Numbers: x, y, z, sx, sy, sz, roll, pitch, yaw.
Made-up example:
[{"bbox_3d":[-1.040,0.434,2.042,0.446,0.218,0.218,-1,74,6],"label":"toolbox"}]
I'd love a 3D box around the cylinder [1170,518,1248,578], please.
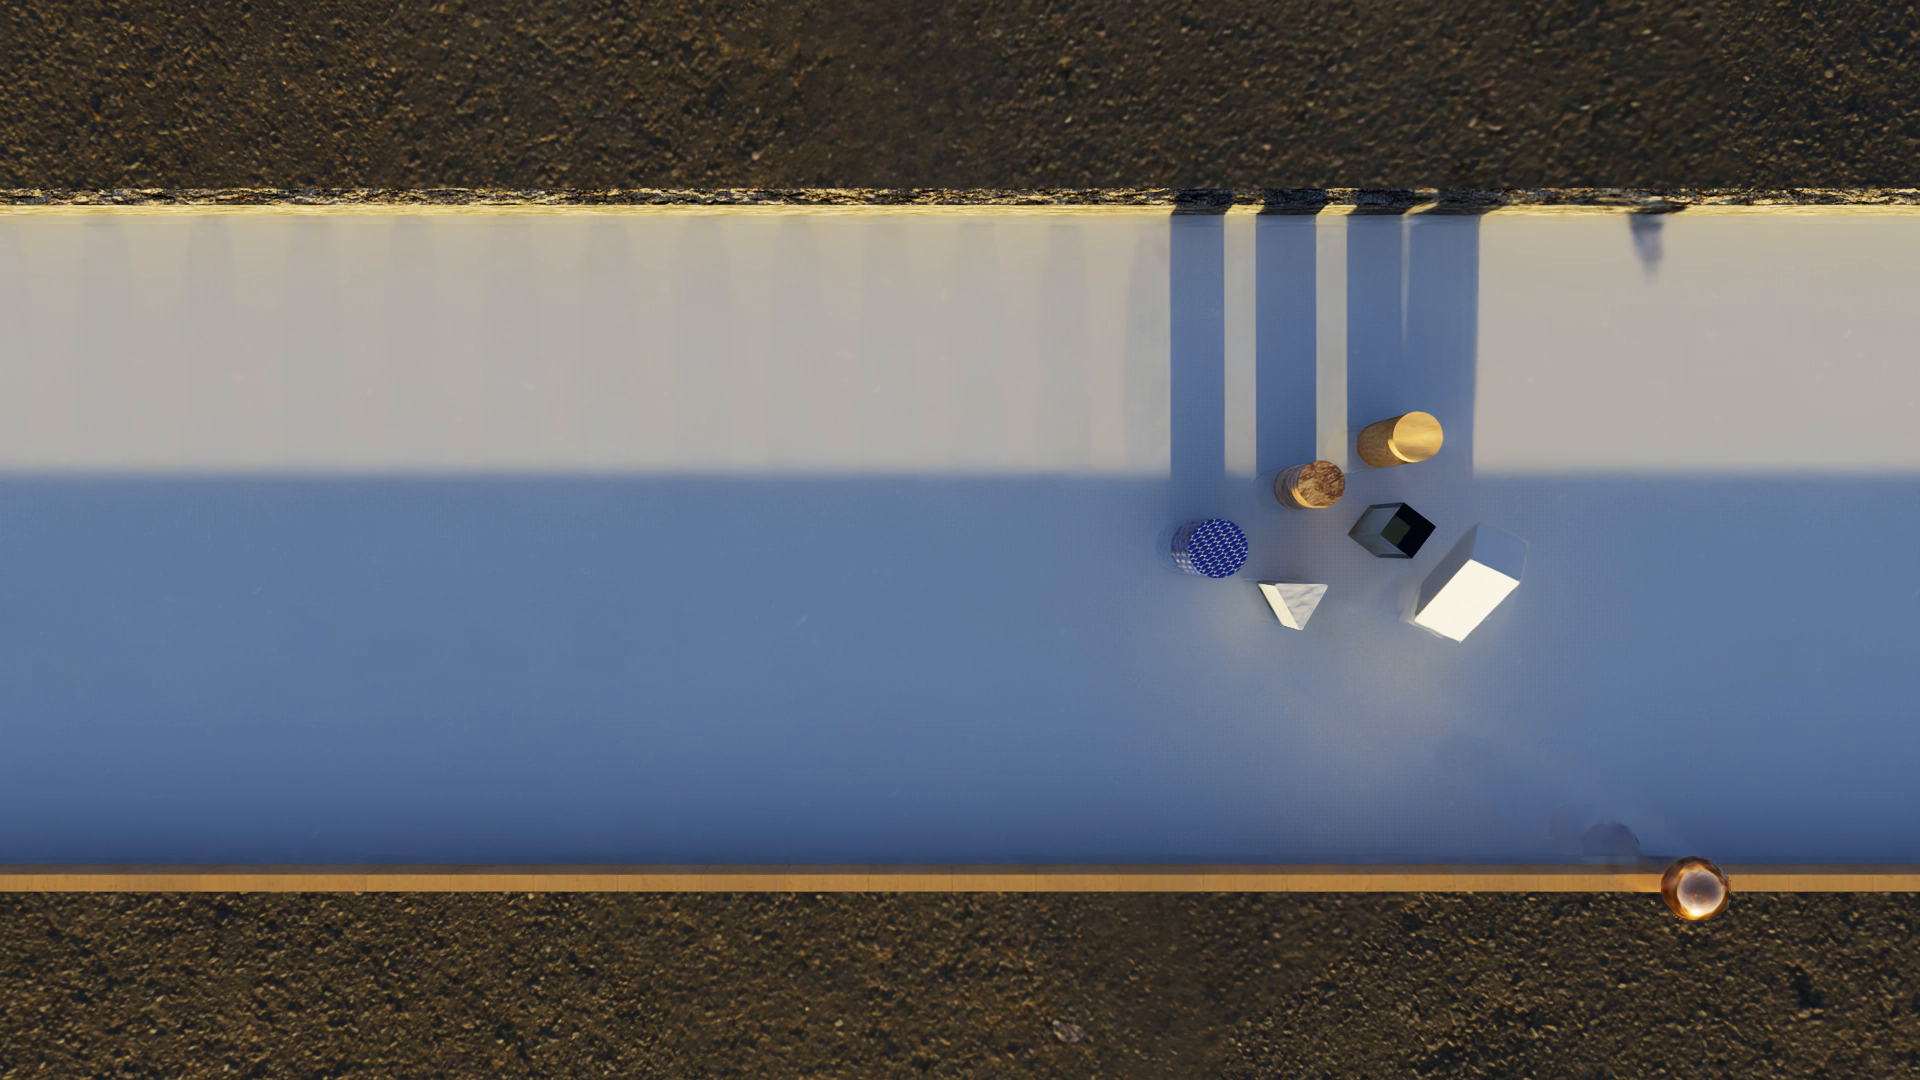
[{"bbox_3d":[0.733,0.024,4.878,0.169,0.397,0.169,0,90,0],"label":"cylinder"}]

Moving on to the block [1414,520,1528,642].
[{"bbox_3d":[1.511,0.125,4.893,0.156,0.343,0.156,25,53,0],"label":"block"}]

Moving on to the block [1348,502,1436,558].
[{"bbox_3d":[1.273,-0.027,4.881,0.115,0.391,0.115,37,90,0],"label":"block"}]

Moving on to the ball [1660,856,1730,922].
[{"bbox_3d":[2.124,1.008,4.765,0.181,0.181,0.181,0,90,0],"label":"ball"}]

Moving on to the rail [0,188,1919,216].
[{"bbox_3d":[-2.247,-1.025,5.002,12.000,0.150,0.050,0,90,0],"label":"rail"}]

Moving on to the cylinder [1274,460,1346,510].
[{"bbox_3d":[1.031,-0.160,4.889,0.135,0.374,0.135,0,90,0],"label":"cylinder"}]

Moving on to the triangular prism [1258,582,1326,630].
[{"bbox_3d":[0.970,0.162,4.926,0.130,0.301,0.150,31,90,0],"label":"triangular prism"}]

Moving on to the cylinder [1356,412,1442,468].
[{"bbox_3d":[1.292,-0.292,4.864,0.141,0.424,0.141,0,90,0],"label":"cylinder"}]

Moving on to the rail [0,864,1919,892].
[{"bbox_3d":[-2.247,1.025,5.001,12.000,0.150,0.050,0,90,0],"label":"rail"}]
